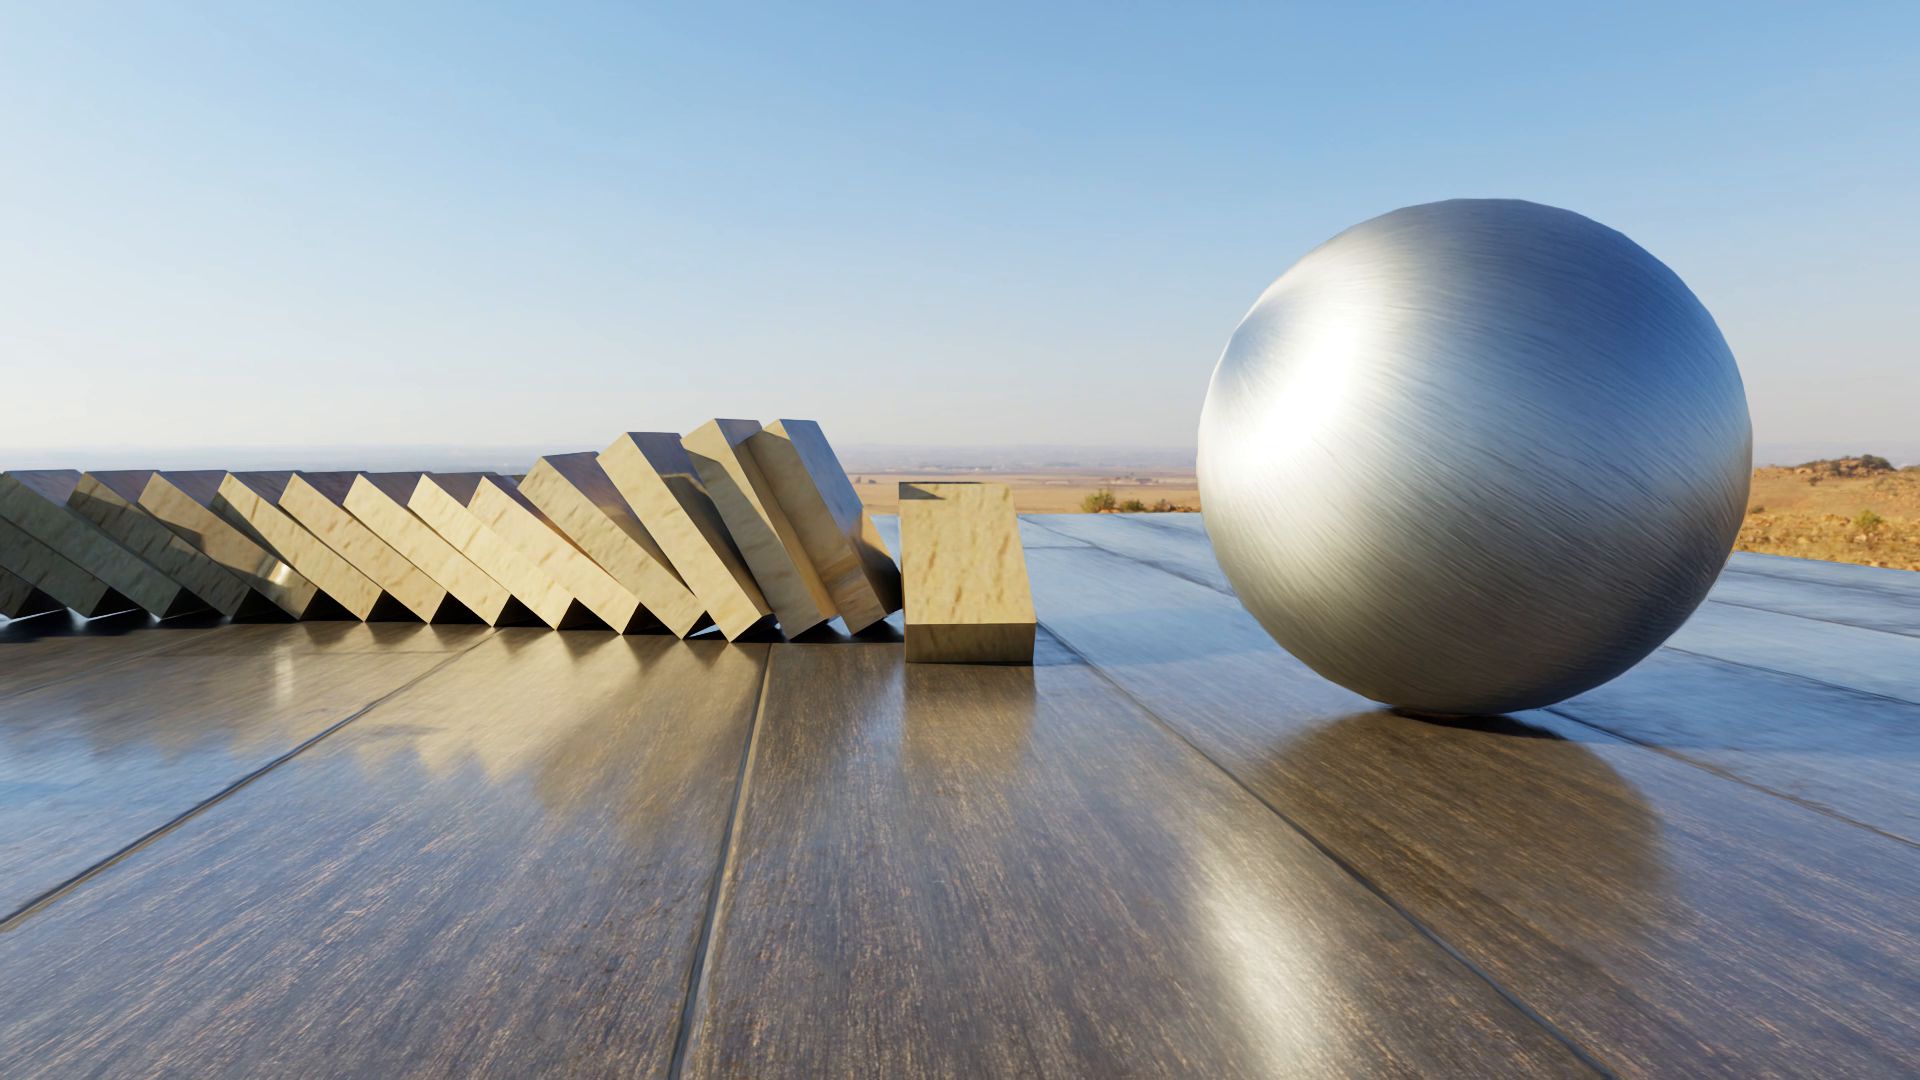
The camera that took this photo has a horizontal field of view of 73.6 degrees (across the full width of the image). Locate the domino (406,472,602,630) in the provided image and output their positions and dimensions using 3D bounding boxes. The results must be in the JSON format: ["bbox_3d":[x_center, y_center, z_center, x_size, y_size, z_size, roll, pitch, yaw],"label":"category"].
[{"bbox_3d":[-0.105,0.002,0.310,0.050,0.009,0.025,36,15,14],"label":"domino"}]

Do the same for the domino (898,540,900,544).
[{"bbox_3d":[-0.002,0.004,0.307,0.025,0.010,0.050,0,32,-5],"label":"domino"}]

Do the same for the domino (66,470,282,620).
[{"bbox_3d":[-0.193,0.000,0.324,0.050,0.009,0.025,34,7,2],"label":"domino"}]

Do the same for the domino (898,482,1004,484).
[{"bbox_3d":[-0.001,0.004,0.287,0.025,0.010,0.050,0,35,-5],"label":"domino"}]

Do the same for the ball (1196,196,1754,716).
[{"bbox_3d":[0.078,-0.013,0.202,0.080,0.080,0.080,0,4,0],"label":"ball"}]

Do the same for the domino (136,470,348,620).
[{"bbox_3d":[-0.176,0.000,0.323,0.050,0.009,0.025,34,8,4],"label":"domino"}]

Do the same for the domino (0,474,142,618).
[{"bbox_3d":[-0.230,0.000,0.320,0.050,0.009,0.025,34,1,-5],"label":"domino"}]

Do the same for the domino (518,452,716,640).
[{"bbox_3d":[-0.074,0.000,0.292,0.050,0.009,0.025,42,13,5],"label":"domino"}]

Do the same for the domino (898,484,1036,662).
[{"bbox_3d":[0.000,0.006,0.269,0.025,0.009,0.050,0,35,-5],"label":"domino"}]

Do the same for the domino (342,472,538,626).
[{"bbox_3d":[-0.123,0.001,0.315,0.050,0.009,0.025,35,13,12],"label":"domino"}]

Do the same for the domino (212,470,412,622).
[{"bbox_3d":[-0.158,0.001,0.322,0.050,0.010,0.025,35,10,8],"label":"domino"}]

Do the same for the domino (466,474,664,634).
[{"bbox_3d":[-0.089,0.002,0.303,0.050,0.009,0.025,35,15,14],"label":"domino"}]

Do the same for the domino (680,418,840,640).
[{"bbox_3d":[-0.042,-0.003,0.291,0.009,0.050,0.025,-30,-3,14],"label":"domino"}]

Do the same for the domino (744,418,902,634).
[{"bbox_3d":[-0.029,-0.004,0.298,0.009,0.050,0.025,-30,-3,13],"label":"domino"}]

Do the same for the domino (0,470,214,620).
[{"bbox_3d":[-0.212,0.000,0.322,0.050,0.009,0.025,34,3,-2],"label":"domino"}]

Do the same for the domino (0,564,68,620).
[{"bbox_3d":[-0.247,0.001,0.316,0.050,0.010,0.025,34,-2,-9],"label":"domino"}]

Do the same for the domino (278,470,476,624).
[{"bbox_3d":[-0.140,0.001,0.319,0.050,0.010,0.025,35,12,10],"label":"domino"}]

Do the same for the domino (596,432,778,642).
[{"bbox_3d":[-0.058,-0.002,0.288,0.010,0.050,0.025,-38,-5,14],"label":"domino"}]
